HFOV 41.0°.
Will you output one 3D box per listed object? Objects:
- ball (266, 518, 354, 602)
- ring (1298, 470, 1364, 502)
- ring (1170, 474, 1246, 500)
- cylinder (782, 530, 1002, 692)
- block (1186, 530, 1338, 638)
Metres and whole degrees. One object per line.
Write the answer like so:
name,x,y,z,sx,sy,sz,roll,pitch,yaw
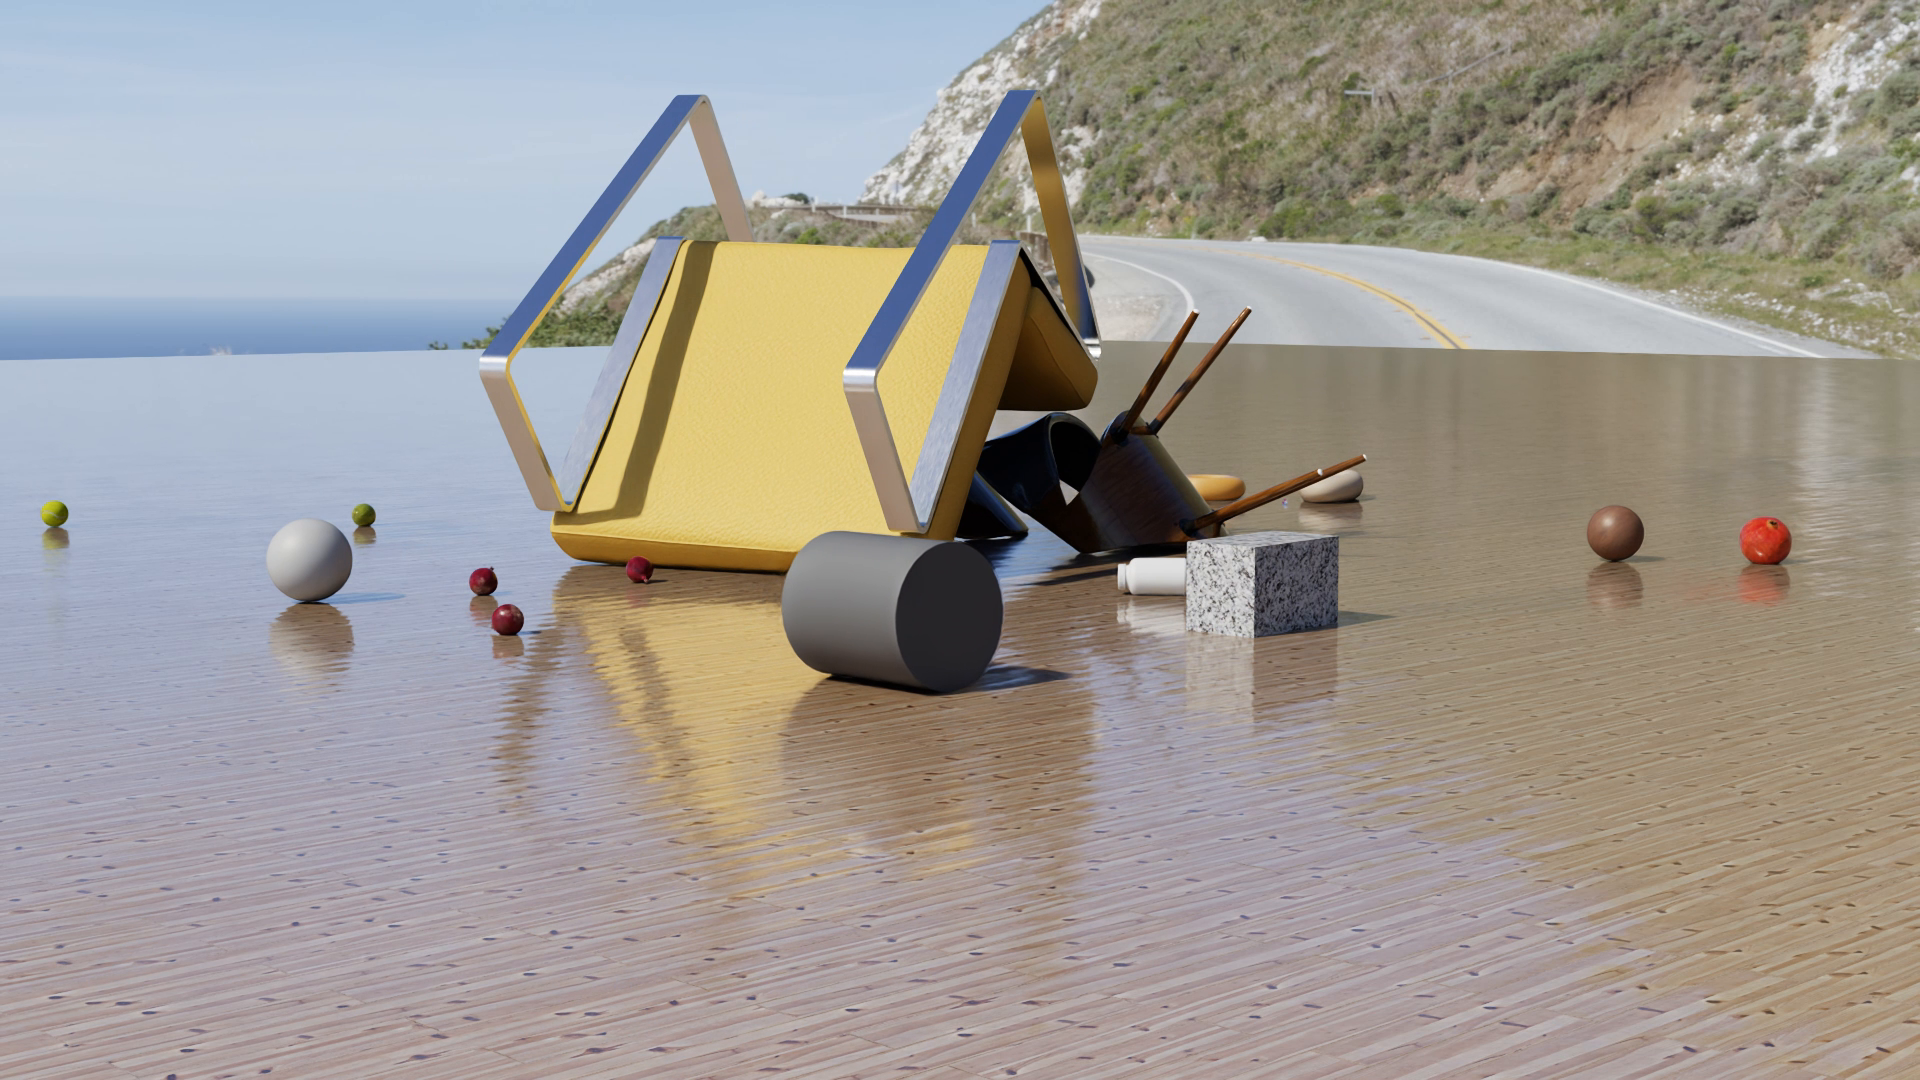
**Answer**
ball,-1.316,0.040,5.192,0.170,0.170,0.170,0,6,0
ring,1.096,-0.159,7.576,0.180,0.079,0.360,1,7,20
ring,0.731,-0.154,7.581,0.229,0.069,0.142,1,7,15
cylinder,-0.110,0.113,4.151,0.262,0.237,0.248,6,-21,44
block,0.570,0.080,4.821,0.153,0.166,0.275,5,8,41
